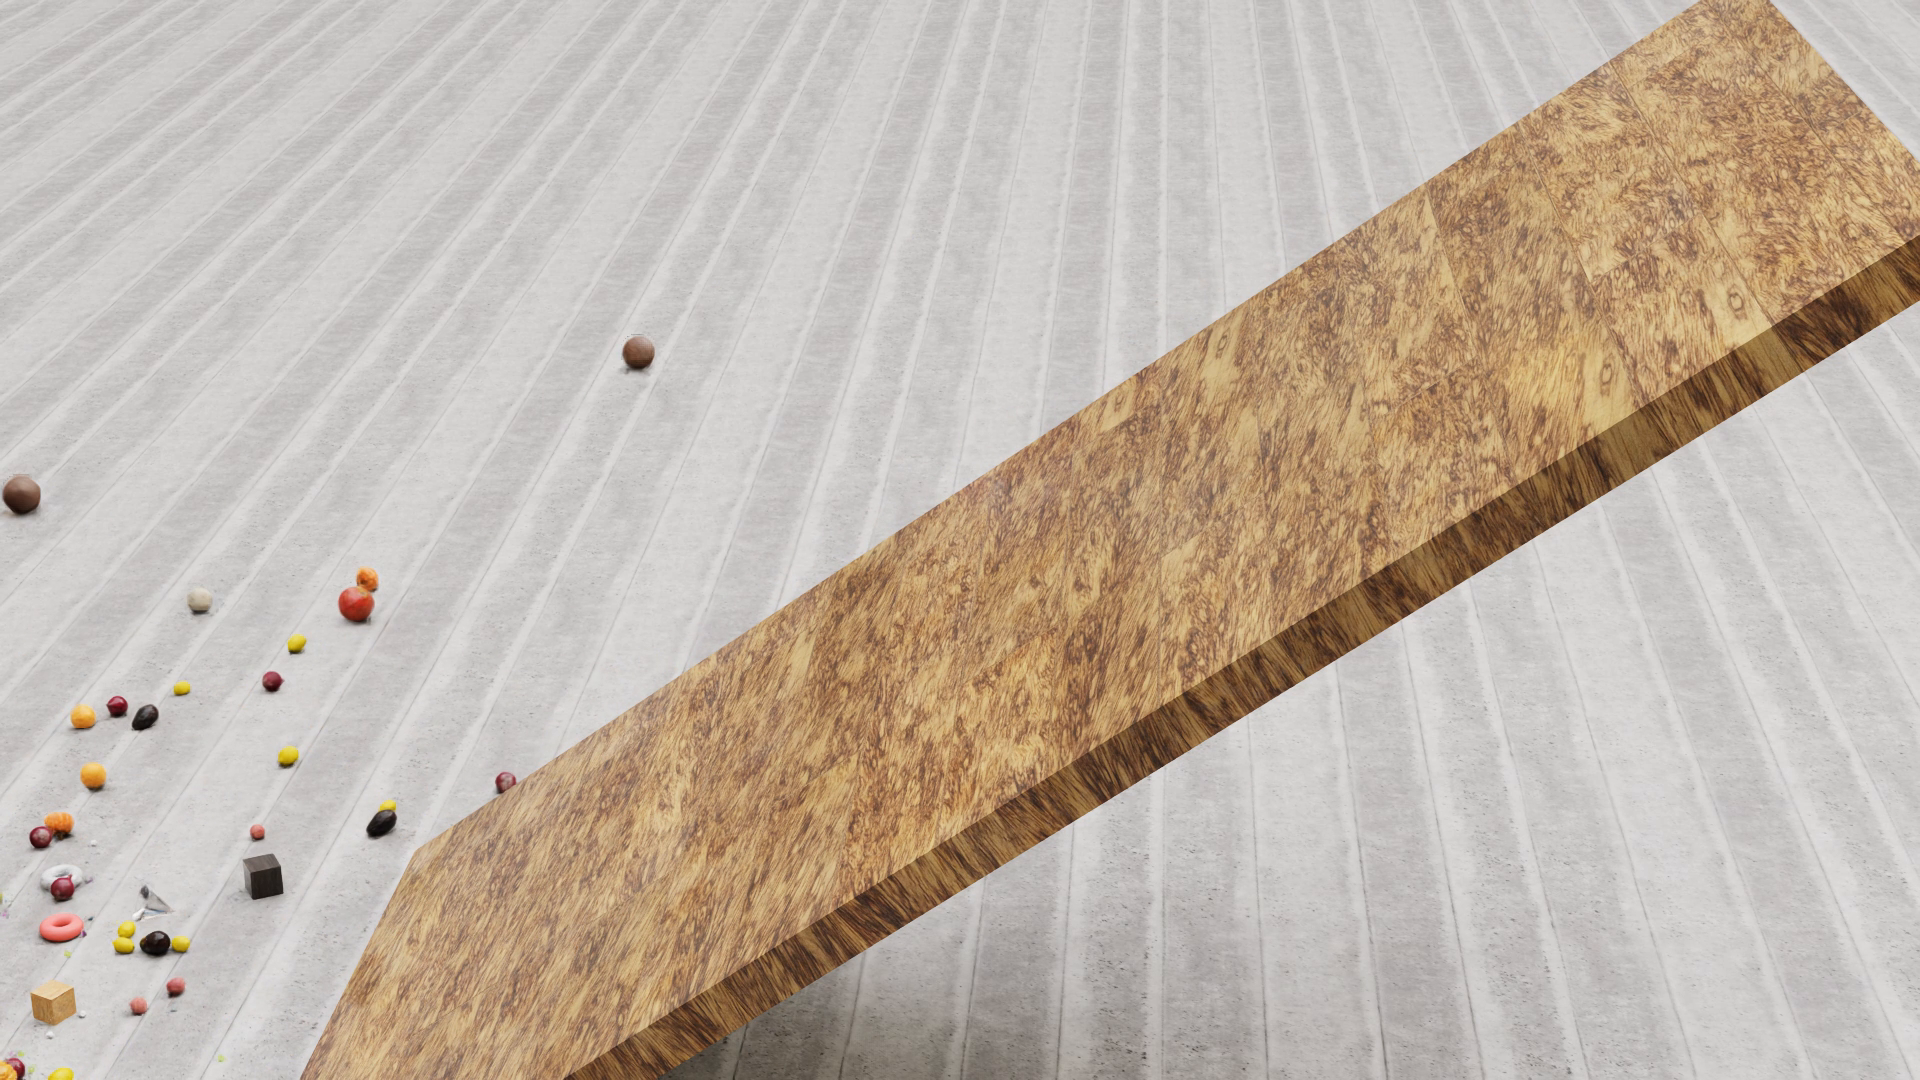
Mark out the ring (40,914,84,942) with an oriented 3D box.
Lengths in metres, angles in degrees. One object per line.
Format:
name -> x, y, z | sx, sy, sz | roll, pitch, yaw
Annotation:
ring -> -2.297, 0.990, 7.518 | 0.110, 0.037, 0.110 | 1, 22, 0

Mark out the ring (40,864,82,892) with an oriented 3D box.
ring -> -2.371, 0.891, 7.761 | 0.110, 0.037, 0.110 | -1, 22, 1

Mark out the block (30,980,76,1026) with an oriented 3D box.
block -> -2.200, 1.123, 7.140 | 0.072, 0.072, 0.072 | 12, 25, 28

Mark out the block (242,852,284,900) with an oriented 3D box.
block -> -1.829, 0.883, 7.720 | 0.081, 0.081, 0.081 | -11, 24, -24

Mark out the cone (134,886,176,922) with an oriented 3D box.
cone -> -2.073, 0.950, 7.606 | 0.095, 0.095, 0.095 | 19, 11, -30

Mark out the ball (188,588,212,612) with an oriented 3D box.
ball -> -2.438, 0.193, 9.440 | 0.076, 0.076, 0.076 | 0, 22, 0

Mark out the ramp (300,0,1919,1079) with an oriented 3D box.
ramp -> 0.133, 0.176, 6.313 | 4.000, 0.100, 2.000 | -33, 16, 16
